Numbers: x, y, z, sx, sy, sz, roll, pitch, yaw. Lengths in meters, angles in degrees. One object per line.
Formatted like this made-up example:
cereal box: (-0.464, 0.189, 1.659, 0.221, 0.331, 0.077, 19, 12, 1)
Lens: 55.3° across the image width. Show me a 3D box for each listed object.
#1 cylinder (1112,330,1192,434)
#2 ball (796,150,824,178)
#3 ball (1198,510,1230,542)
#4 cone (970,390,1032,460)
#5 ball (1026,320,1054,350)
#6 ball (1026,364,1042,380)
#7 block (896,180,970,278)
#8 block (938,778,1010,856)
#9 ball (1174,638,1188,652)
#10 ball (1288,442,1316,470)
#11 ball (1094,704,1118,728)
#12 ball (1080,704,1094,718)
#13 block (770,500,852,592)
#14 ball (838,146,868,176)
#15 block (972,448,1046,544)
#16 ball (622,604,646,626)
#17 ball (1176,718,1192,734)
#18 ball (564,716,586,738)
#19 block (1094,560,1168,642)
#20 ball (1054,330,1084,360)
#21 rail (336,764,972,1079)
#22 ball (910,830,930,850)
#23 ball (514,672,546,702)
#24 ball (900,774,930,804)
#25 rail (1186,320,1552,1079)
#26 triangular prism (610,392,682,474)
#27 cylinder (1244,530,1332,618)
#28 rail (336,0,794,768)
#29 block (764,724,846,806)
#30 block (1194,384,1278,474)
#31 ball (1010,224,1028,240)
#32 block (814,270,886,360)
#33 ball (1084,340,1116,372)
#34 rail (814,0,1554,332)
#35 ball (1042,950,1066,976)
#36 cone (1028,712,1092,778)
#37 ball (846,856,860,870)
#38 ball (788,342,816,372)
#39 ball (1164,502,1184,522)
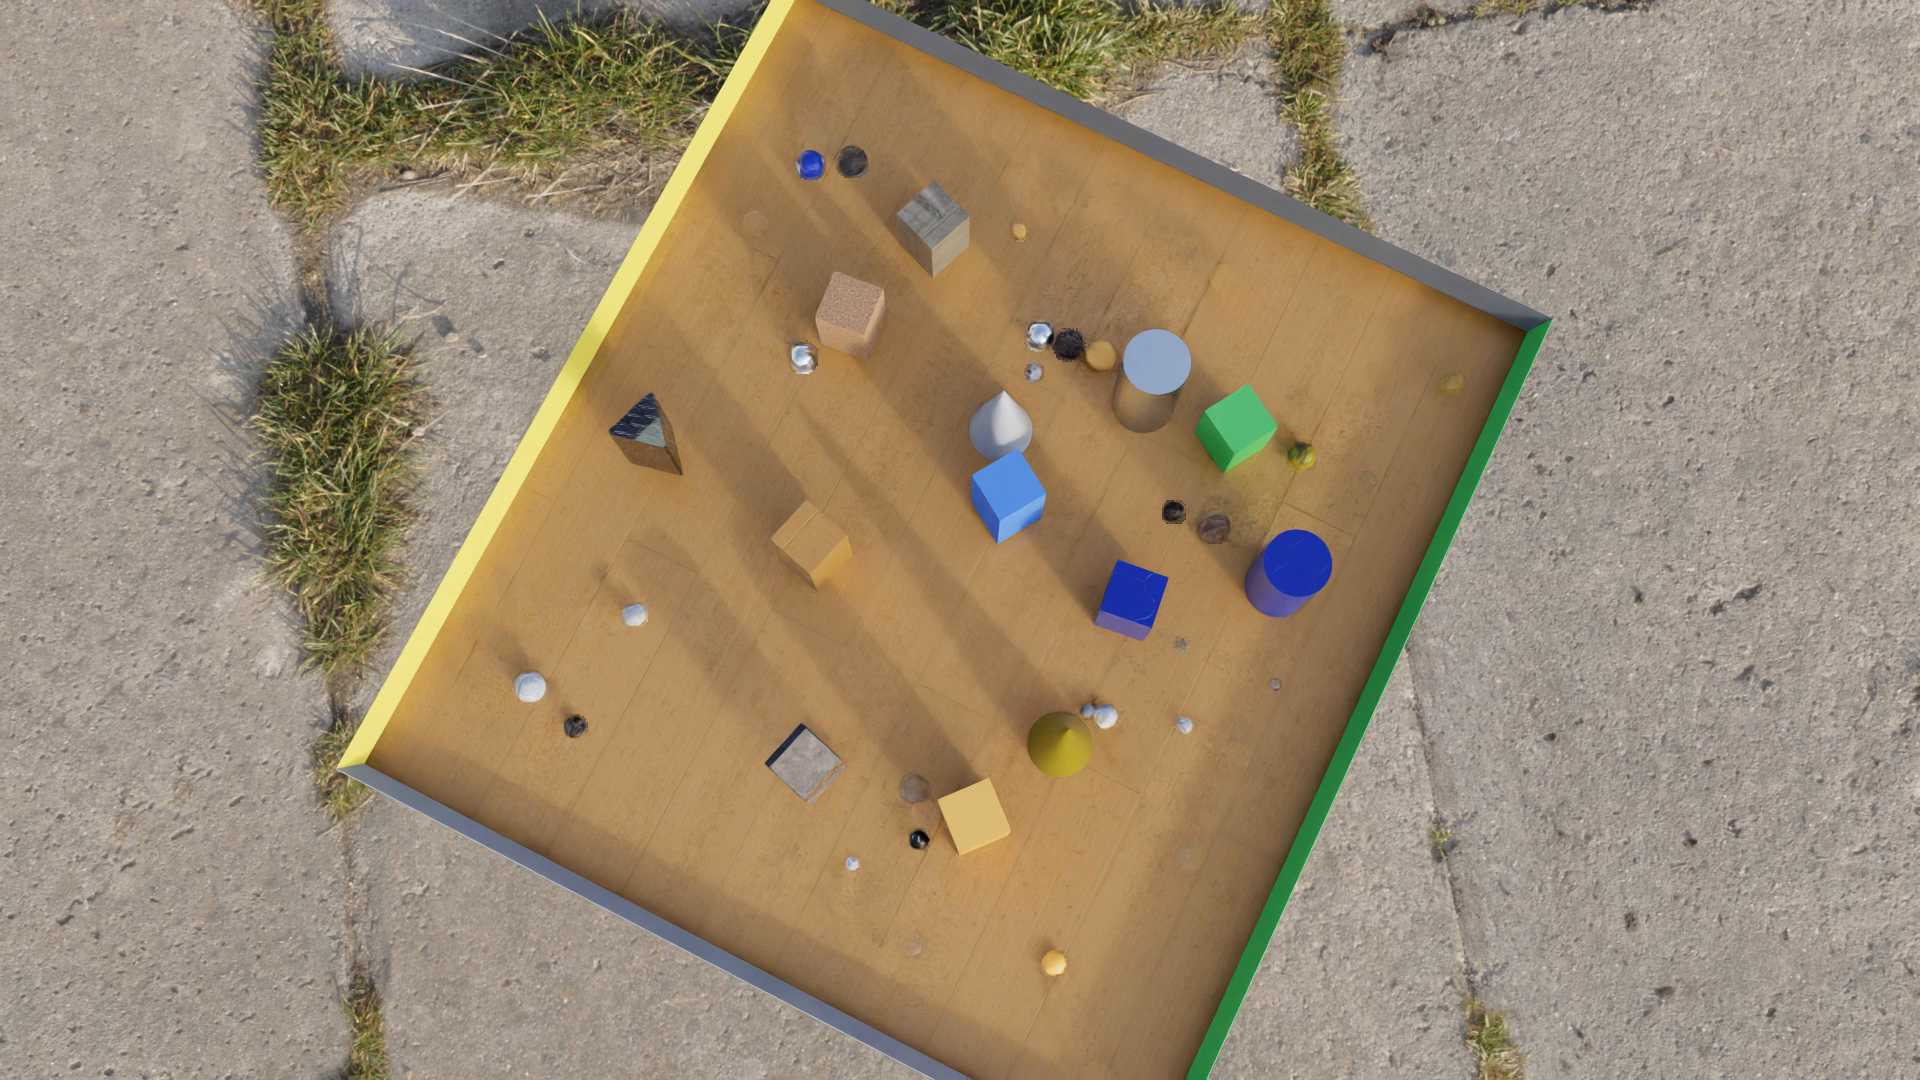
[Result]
cylinder: (0.569, -0.471, 5.495, 0.197, 0.430, 0.197, 0, 78, 0)
ball: (-0.474, -1.193, 5.818, 0.089, 0.089, 0.089, 0, 78, 0)
ball: (0.772, -0.042, 5.575, 0.098, 0.098, 0.098, 0, 78, 0)
cone: (0.127, -0.386, 5.474, 0.197, 0.435, 0.197, 0, 78, 0)
ball: (0.249, -0.638, 5.702, 0.092, 0.092, 0.092, 0, 78, 0)
ball: (0.231, -0.521, 5.700, 0.048, 0.048, 0.048, 0, 78, 0)
block: (-0.082, -0.961, 5.686, 0.158, 0.254, 0.158, -43, 81, -8)
block: (0.040, 0.802, 5.285, 0.158, 0.324, 0.158, -22, 79, -4)
ball: (0.668, 0.317, 5.530, 0.040, 0.040, 0.040, 0, 78, 0)
ball: (1.051, -0.259, 5.625, 0.088, 0.088, 0.088, 0, 78, 0)
ball: (0.434, 0.526, 5.471, 0.071, 0.071, 0.071, 0, 78, 0)
ball: (0.381, 0.512, 5.484, 0.042, 0.042, 0.042, 0, 78, 0)
block: (-0.439, 0.021, 5.459, 0.158, 0.300, 0.158, 41, 81, 8)
ball: (-0.341, -1.202, 5.816, 0.098, 0.098, 0.098, 0, 78, 0)
block: (0.142, -0.127, 5.471, 0.158, 0.337, 0.158, -30, 80, -6)
ball: (-0.985, 0.227, 5.533, 0.071, 0.071, 0.071, 0, 78, 0)
ball: (0.672, 0.554, 5.477, 0.048, 0.048, 0.048, 0, 78, 0)
ball: (-1.150, 0.560, 5.468, 0.064, 0.064, 0.064, 0, 78, 0)
block: (0.506, 0.183, 5.443, 0.158, 0.265, 0.158, 19, 79, 4)
ball: (0.341, -0.606, 5.694, 0.094, 0.094, 0.094, 0, 78, 0)
rail: (-0.629, 1.239, 5.294, 2.645, 0.128, 0.045, 26, 80, 5)
ball: (-0.121, 0.885, 5.403, 0.059, 0.059, 0.059, 0, 78, 0)
ball: (-1.286, 0.439, 5.478, 0.094, 0.094, 0.094, 0, 78, 0)
ball: (-0.131, 0.736, 5.419, 0.088, 0.088, 0.088, 0, 78, 0)
rail: (1.162, 0.576, 5.431, 0.045, 0.128, 2.862, 26, 80, 5)
triangular prism: (-0.920, -0.327, 5.507, 0.171, 0.347, 0.148, 15, 79, 3)
cylinder: (0.966, 0.102, 5.412, 0.197, 0.360, 0.197, 0, 78, 0)
rail: (-1.162, -0.562, 5.667, 0.045, 0.128, 2.862, 26, 80, 5)
block: (-0.449, 0.658, 5.357, 0.158, 0.242, 0.158, 42, 81, 8)
block: (0.836, -0.336, 5.564, 0.158, 0.240, 0.158, -32, 80, -6)
ball: (0.186, -0.976, 5.793, 0.051, 0.051, 0.051, 0, 78, 0)
block: (-0.333, -0.685, 5.625, 0.158, 0.261, 0.158, 21, 79, 4)
ball: (0.436, -0.572, 5.685, 0.098, 0.098, 0.098, 0, 78, 0)
rail: (0.629, -1.226, 5.804, 2.645, 0.128, 0.045, 26, 80, 5)
ball: (0.273, 1.229, 5.326, 0.072, 0.072, 0.072, 0, 78, 0)
cone: (0.300, 0.566, 5.269, 0.197, 0.450, 0.197, 0, 78, 0)
ball: (-0.318, 0.954, 5.398, 0.041, 0.041, 0.041, 0, 78, 0)
ball: (-0.490, -0.567, 5.688, 0.090, 0.090, 0.090, 0, 78, 0)
ball: (0.654, -0.085, 5.601, 0.066, 0.066, 0.066, 0, 78, 0)
